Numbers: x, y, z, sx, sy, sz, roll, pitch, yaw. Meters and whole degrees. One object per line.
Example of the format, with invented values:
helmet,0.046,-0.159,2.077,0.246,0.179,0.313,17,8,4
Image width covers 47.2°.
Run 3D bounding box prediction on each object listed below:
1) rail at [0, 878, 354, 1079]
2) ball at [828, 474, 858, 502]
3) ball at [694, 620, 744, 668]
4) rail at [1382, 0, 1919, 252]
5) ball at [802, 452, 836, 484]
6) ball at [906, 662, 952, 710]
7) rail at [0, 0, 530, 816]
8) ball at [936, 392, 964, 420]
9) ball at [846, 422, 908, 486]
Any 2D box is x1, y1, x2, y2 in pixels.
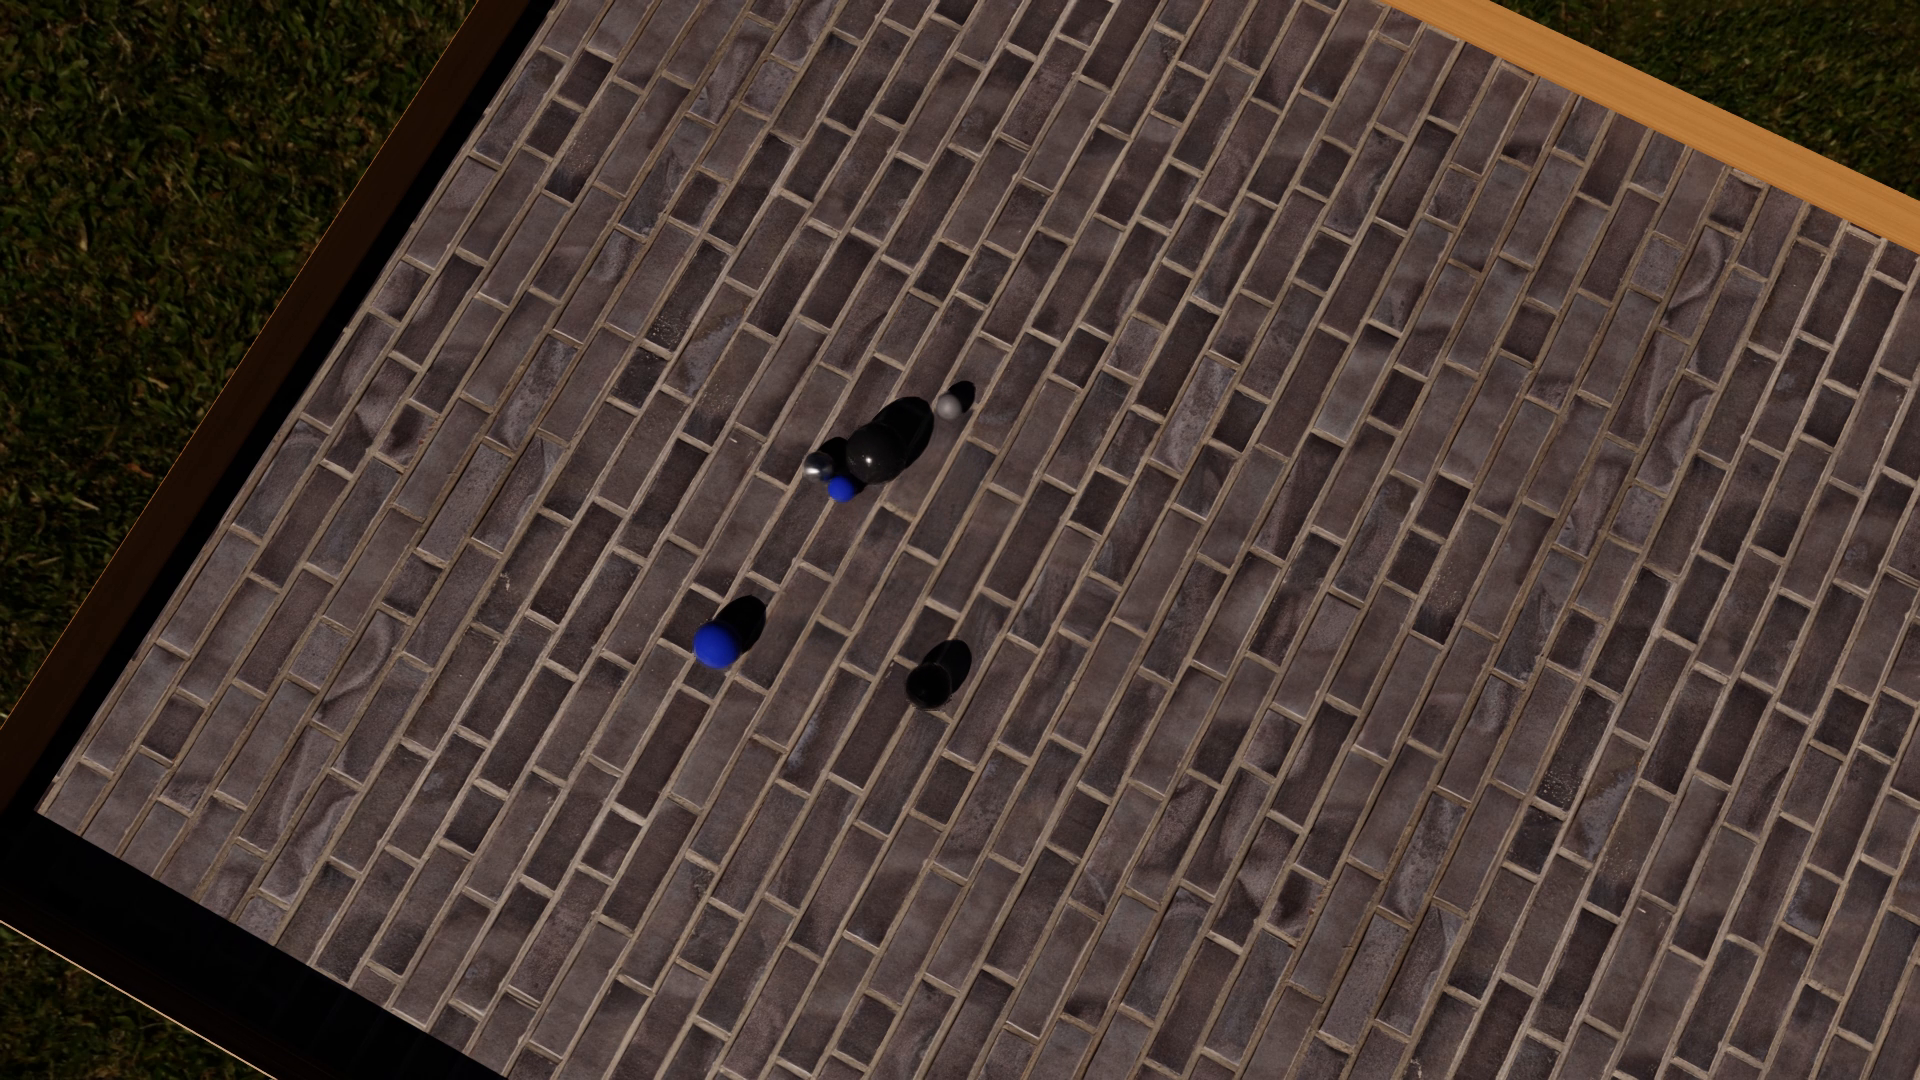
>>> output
rail,0.419,1.448,2.930,4.322,0.124,0.045,27,77,7
ball,-0.180,-0.080,3.383,0.045,0.045,0.045,0,75,0
ball,-0.363,0.156,3.305,0.074,0.074,0.074,0,75,0
rail,1.487,-0.481,3.449,4.322,0.124,0.045,27,77,7
ball,-0.217,-0.111,3.388,0.051,0.051,0.051,0,75,0
ball,-0.047,0.219,3.290,0.070,0.070,0.070,0,75,0
rail,-0.932,-0.490,3.451,0.045,0.124,2.312,27,77,7
ball,-0.015,-0.208,3.418,0.044,0.044,0.044,0,75,0
ball,-0.128,-0.132,3.371,0.096,0.096,0.096,0,75,0
